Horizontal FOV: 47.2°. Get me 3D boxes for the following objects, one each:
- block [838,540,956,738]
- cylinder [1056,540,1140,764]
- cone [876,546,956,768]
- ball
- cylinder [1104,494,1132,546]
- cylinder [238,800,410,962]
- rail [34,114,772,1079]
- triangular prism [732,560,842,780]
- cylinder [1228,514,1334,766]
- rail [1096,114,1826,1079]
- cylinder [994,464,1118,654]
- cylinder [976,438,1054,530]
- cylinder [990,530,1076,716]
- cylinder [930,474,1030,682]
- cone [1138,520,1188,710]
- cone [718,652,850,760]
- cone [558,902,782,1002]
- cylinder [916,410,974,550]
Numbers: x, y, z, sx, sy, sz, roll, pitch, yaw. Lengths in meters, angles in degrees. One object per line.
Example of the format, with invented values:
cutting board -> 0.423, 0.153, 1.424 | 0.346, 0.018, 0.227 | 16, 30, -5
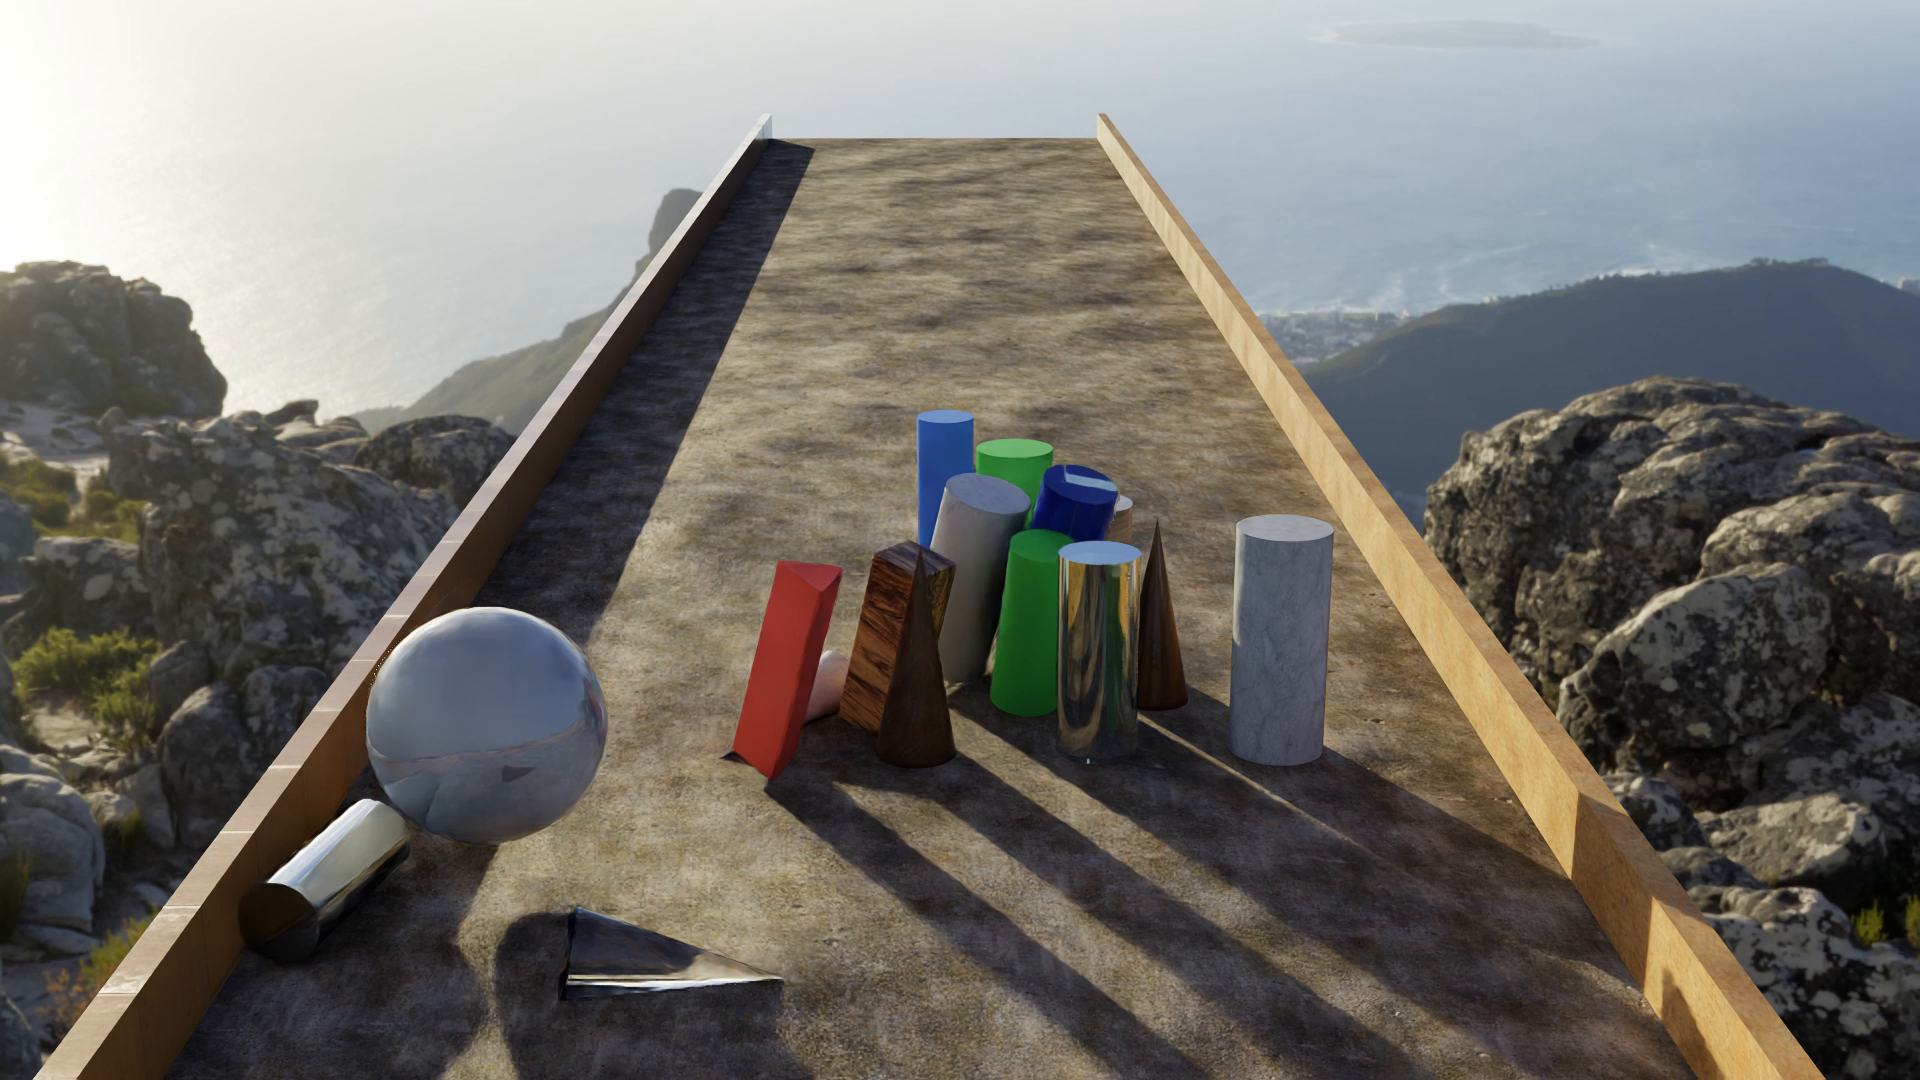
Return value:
block -> -0.115, 0.183, 3.990 | 0.108, 0.338, 0.108 | 27, 28, 27
cylinder -> 0.245, 0.199, 3.907 | 0.145, 0.370, 0.145 | 0, 17, 0
cone -> -0.074, 0.192, 3.878 | 0.146, 0.394, 0.146 | 2, 19, -1
ball -> -0.737, 0.289, 3.430 | 0.370, 0.370, 0.370 | 0, 17, 0
cylinder -> 0.259, 0.079, 4.397 | 0.166, 0.321, 0.166 | 0, 17, 0
cylinder -> -0.949, 0.507, 3.300 | 0.127, 0.127, 0.302 | 3, 17, 11
rail -> -1.118, -0.838, 7.780 | 0.050, 0.150, 12.000 | 0, 17, -1
triangular prism -> -0.283, 0.220, 3.812 | 0.098, 0.377, 0.113 | -10, 34, -45
cylinder -> 0.569, 0.176, 3.908 | 0.169, 0.413, 0.169 | 0, 17, 0
rail -> 0.932, -0.844, 7.801 | 0.050, 0.150, 12.000 | 0, 17, -1
cylinder -> 0.180, 0.073, 4.201 | 0.144, 0.421, 0.144 | 11, 30, -6
cylinder -> 0.115, -0.021, 4.666 | 0.162, 0.359, 0.162 | 0, 17, 0
cylinder -> 0.138, 0.155, 4.093 | 0.130, 0.328, 0.130 | 6, 28, -3
cylinder -> 0.012, 0.074, 4.267 | 0.167, 0.373, 0.167 | 12, 25, -6
cone -> 0.369, 0.130, 4.157 | 0.135, 0.360, 0.135 | 0, 17, 0
cone -> -0.328, 0.327, 4.026 | 0.118, 0.118, 0.330 | 13, 31, 37
cone -> -0.400, 0.598, 3.096 | 0.310, 0.136, 0.136 | 9, 15, -12
cylinder -> -0.032, -0.092, 4.879 | 0.124, 0.374, 0.124 | 0, 17, 0
